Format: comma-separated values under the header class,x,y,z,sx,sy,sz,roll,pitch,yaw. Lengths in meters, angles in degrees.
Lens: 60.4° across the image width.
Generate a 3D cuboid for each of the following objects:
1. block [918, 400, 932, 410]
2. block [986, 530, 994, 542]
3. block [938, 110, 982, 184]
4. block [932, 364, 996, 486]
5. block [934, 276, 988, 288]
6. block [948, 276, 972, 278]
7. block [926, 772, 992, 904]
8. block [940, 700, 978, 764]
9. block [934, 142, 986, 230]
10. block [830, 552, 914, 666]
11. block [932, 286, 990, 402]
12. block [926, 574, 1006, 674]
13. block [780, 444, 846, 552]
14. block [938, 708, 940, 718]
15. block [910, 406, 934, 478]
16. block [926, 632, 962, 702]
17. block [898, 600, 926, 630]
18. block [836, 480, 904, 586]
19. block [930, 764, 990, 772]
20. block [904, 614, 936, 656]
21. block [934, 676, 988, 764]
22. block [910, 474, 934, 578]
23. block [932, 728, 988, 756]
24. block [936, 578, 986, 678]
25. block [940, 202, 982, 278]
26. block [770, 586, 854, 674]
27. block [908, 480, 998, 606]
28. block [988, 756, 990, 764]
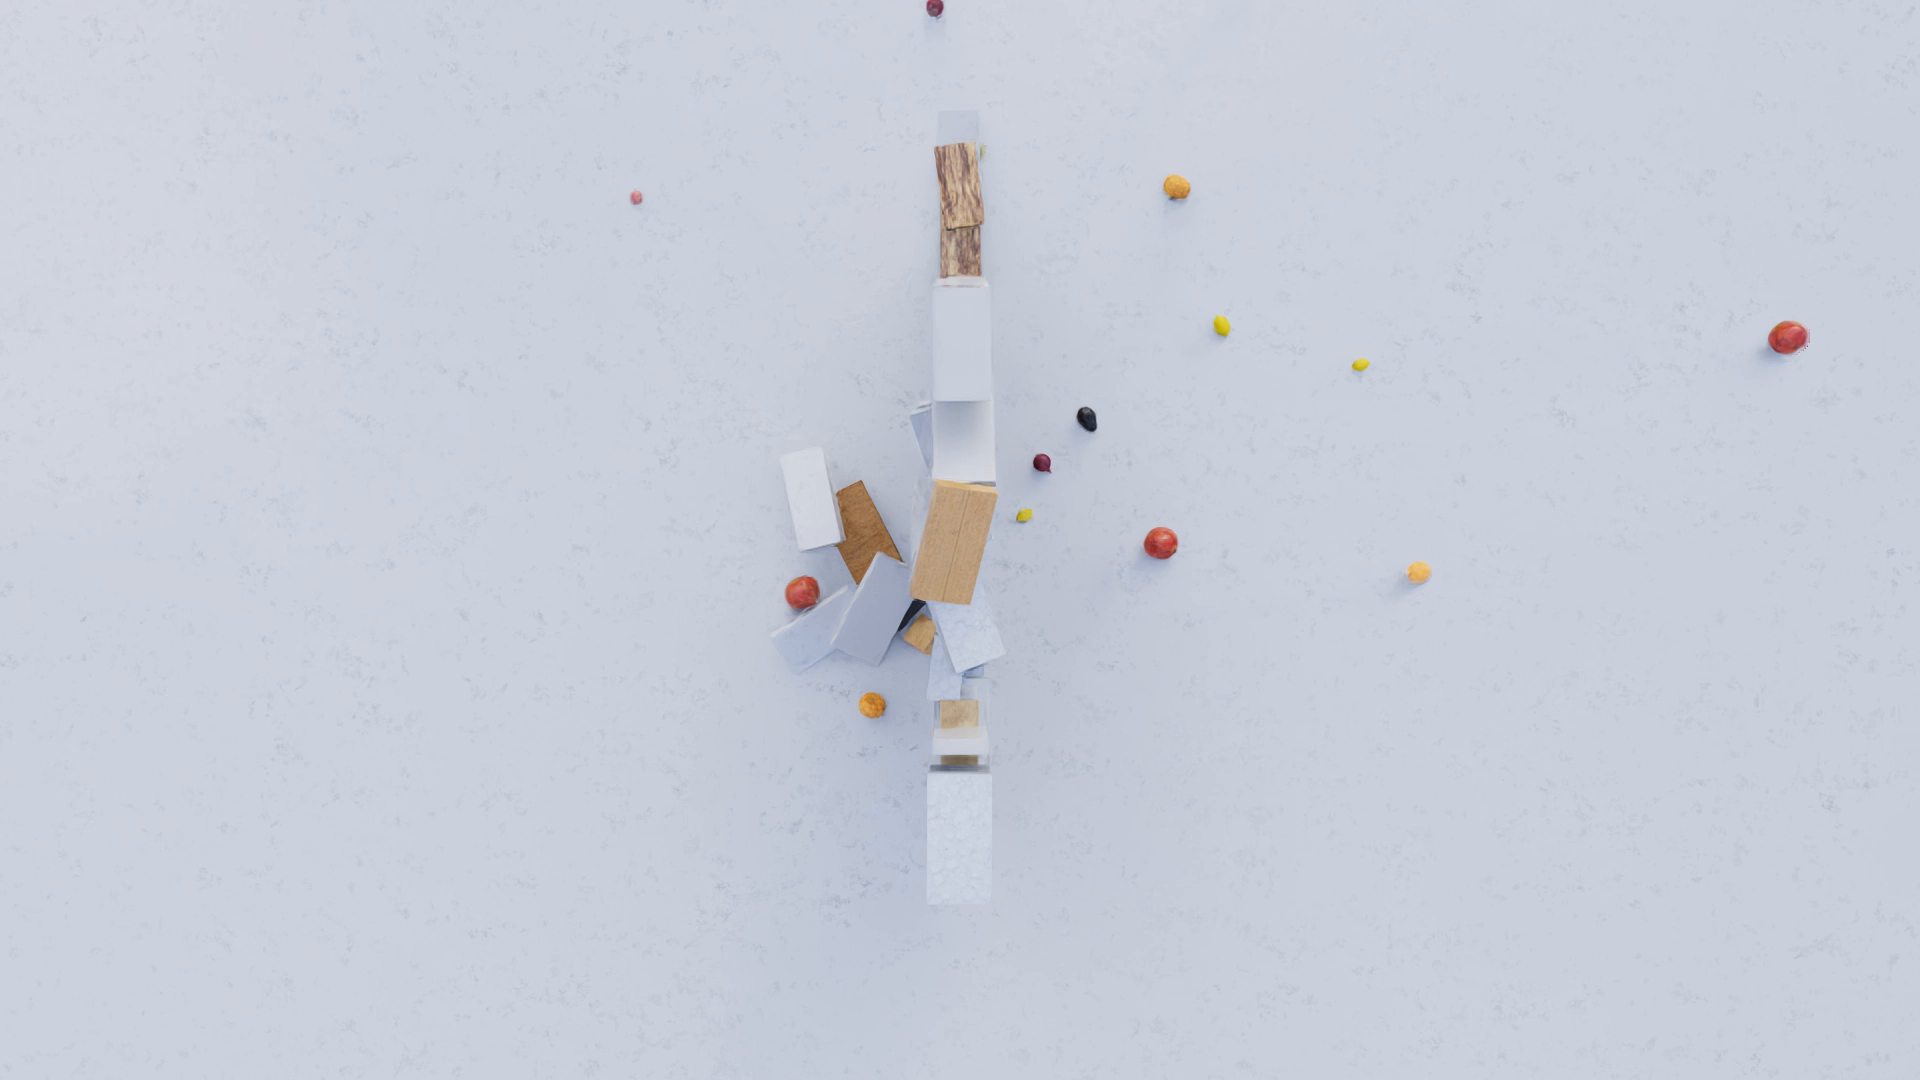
class,x,y,z,sx,sy,sz,roll,pitch,yaw
block,-0.042,-0.326,5.139,0.119,0.034,0.238,-12,114,8
block,0.034,-0.071,5.176,0.091,0.026,0.182,-17,112,6
block,0.001,-1.184,5.429,0.133,0.038,0.445,0,101,7
block,0.010,-0.338,4.846,0.179,0.051,0.361,-1,76,0
block,0.004,-0.723,4.863,0.158,0.492,0.045,-1,106,0
block,0.003,-0.734,5.115,0.085,0.024,0.171,0,82,0
block,-0.001,0.809,4.481,0.176,0.050,0.352,0,90,0
block,-0.001,0.584,4.873,0.111,0.031,0.222,0,90,0
block,0.000,-1.152,5.364,0.133,0.038,0.266,-7,93,8
block,-0.271,0.227,5.423,0.171,0.048,0.342,27,96,-17
block,0.005,-0.550,4.620,0.158,0.045,0.315,-1,100,0
block,-0.003,0.201,5.036,0.171,0.048,0.375,-20,94,-19
block,-0.484,-0.137,5.431,0.152,0.043,0.324,-13,85,18
block,-0.007,0.518,5.000,0.111,0.222,0.031,-2,88,0
block,-0.063,-0.297,5.078,0.119,0.034,0.238,-15,112,9
block,-0.041,0.396,5.089,0.103,0.029,0.205,8,94,-1
block,-0.171,0.205,5.487,0.091,0.026,0.182,42,90,0
block,-0.326,-0.008,5.476,0.171,0.048,0.342,-27,90,0
block,0.000,0.687,4.682,0.176,0.352,0.050,-1,91,0
block,-0.113,0.308,5.395,0.029,0.205,0.103,37,85,-22
block,0.004,0.599,5.136,0.170,0.048,0.340,0,90,0
block,-0.051,-0.028,4.985,0.179,0.051,0.357,11,51,-13
block,0.002,0.572,4.705,0.152,0.304,0.043,-1,89,0
block,0.000,0.273,5.168,0.155,0.044,0.310,1,90,0
block,0.004,-0.972,5.414,0.133,0.038,0.266,0,93,7
block,-0.457,0.297,5.456,0.304,0.043,0.152,-33,108,0
block,-0.021,0.009,4.787,0.179,0.051,0.357,8,111,-16
block,0.007,0.710,5.330,0.170,0.340,0.048,1,90,0
